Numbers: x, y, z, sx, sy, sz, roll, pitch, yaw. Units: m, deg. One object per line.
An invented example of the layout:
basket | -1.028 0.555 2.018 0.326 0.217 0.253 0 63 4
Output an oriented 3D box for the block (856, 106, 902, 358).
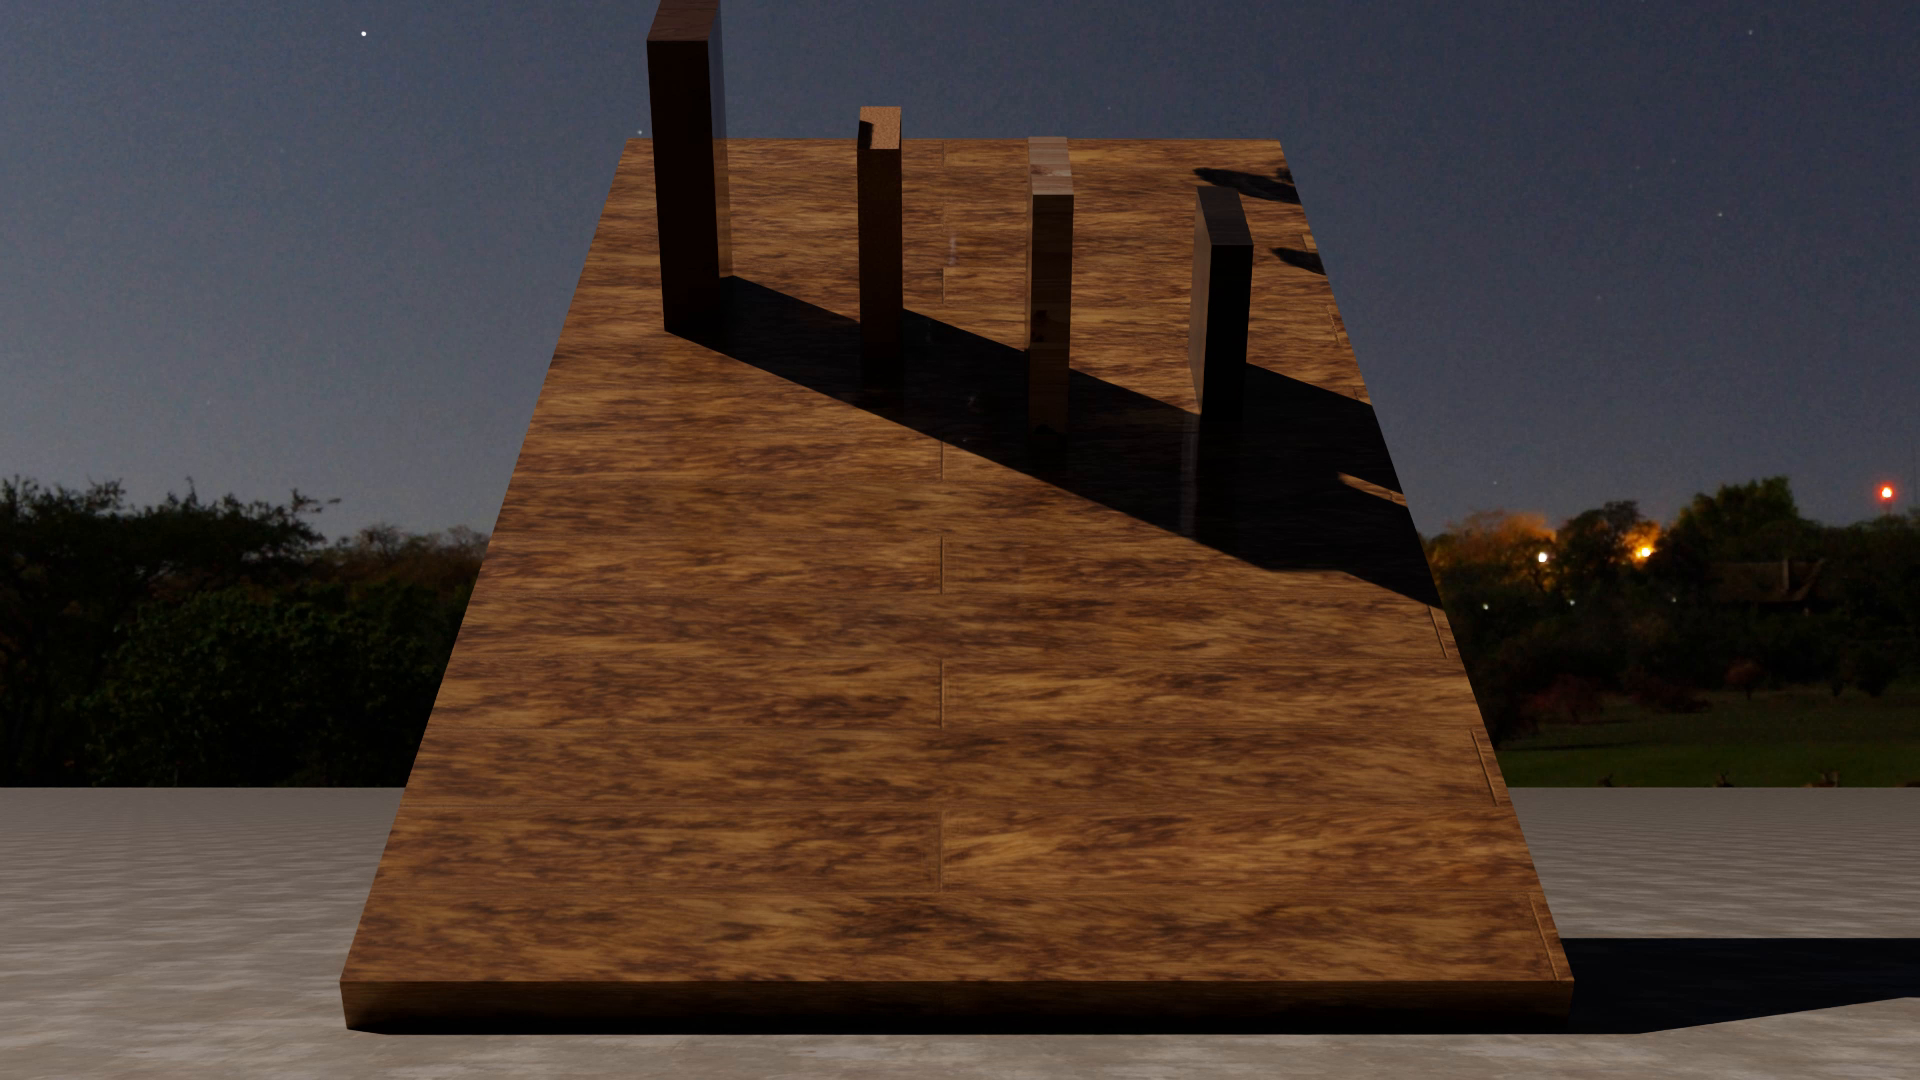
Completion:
block | -0.197 -0.768 5.987 0.100 0.545 0.306 0 29 0

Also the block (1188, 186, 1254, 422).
block | 0.618 -0.566 5.731 0.096 0.447 0.372 0 29 0

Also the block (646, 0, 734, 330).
block | -0.680 -0.953 6.098 0.146 0.759 0.364 0 29 0

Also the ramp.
ramp | -0.012 -0.216 5.662 2.000 0.100 4.000 0 29 0

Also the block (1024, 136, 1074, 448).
block | 0.202 -0.573 5.560 0.089 0.623 0.372 0 29 0
